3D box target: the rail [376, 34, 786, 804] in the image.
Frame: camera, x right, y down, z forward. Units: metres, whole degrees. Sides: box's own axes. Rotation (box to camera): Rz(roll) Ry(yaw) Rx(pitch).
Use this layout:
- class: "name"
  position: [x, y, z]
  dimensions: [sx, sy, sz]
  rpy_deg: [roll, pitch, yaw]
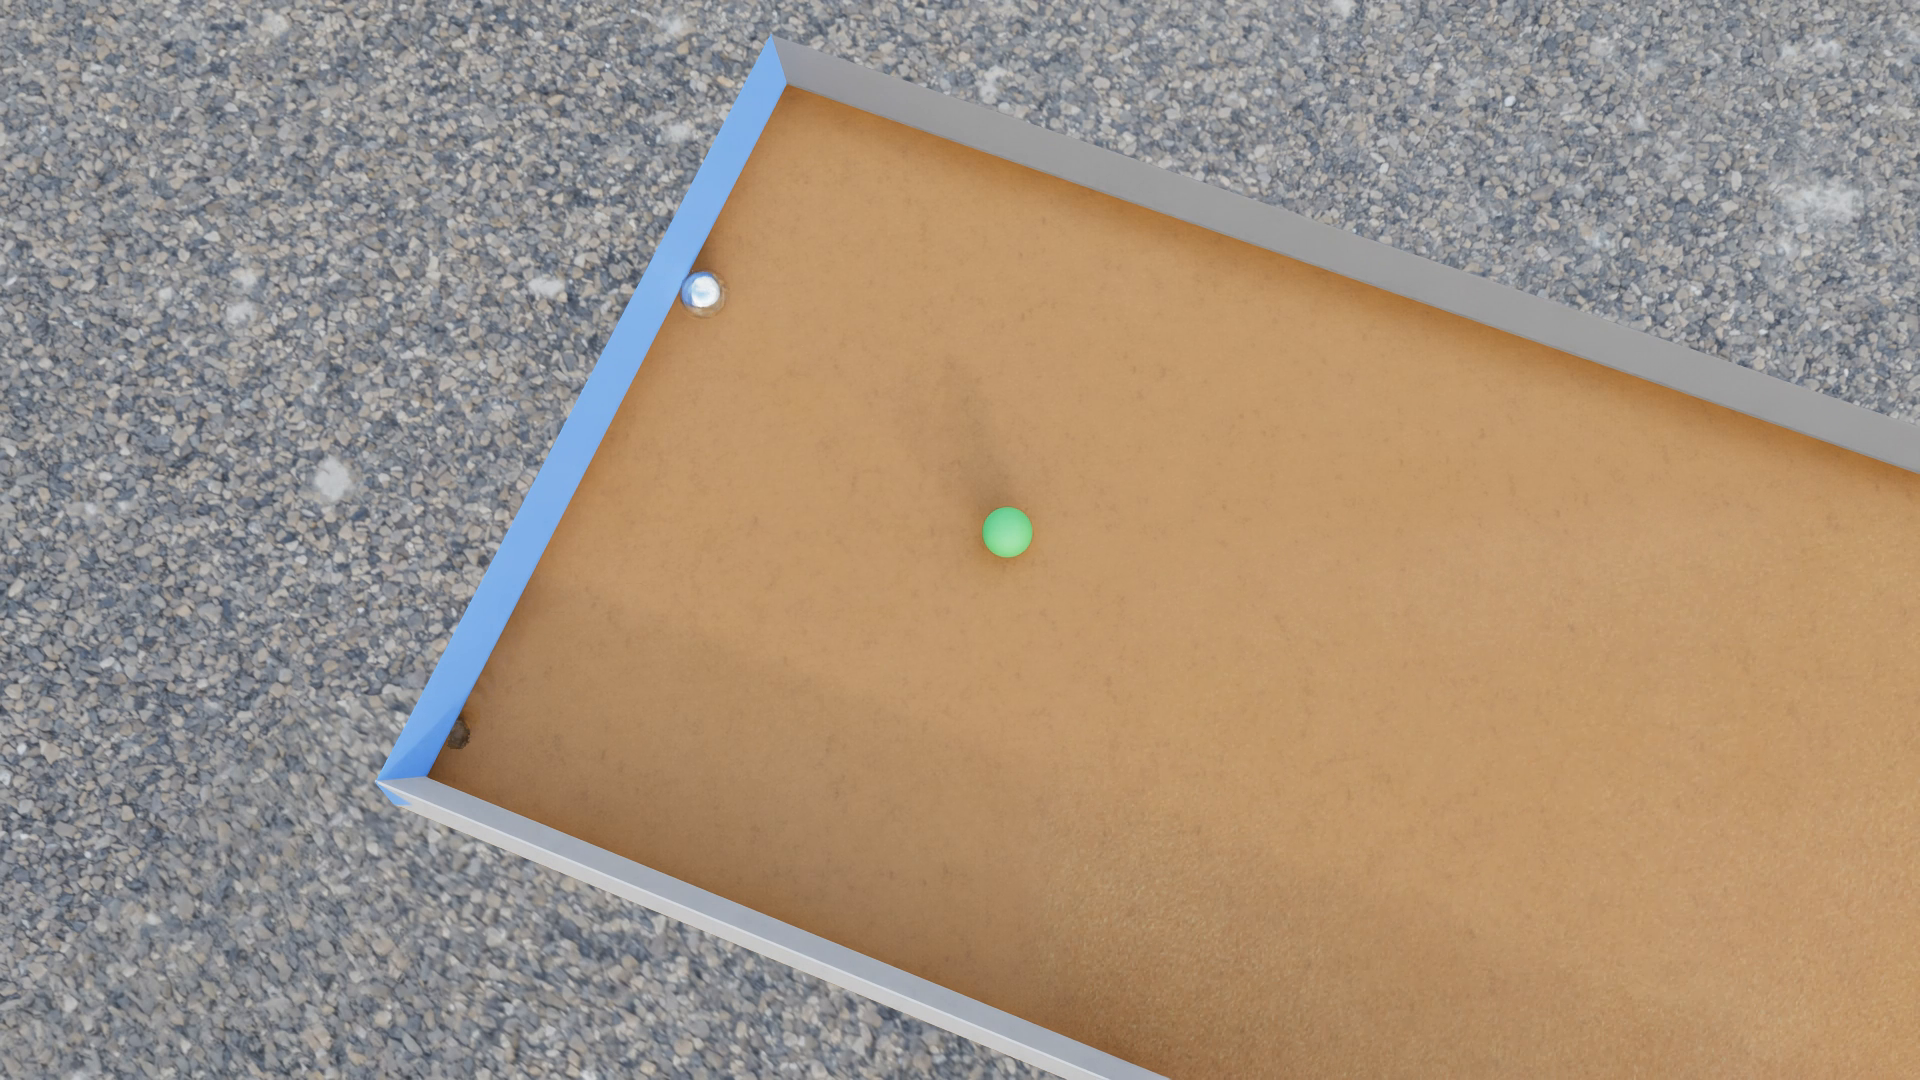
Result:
- class: "rail"
  position: [-0.577, -0.226, 3.582]
  dimensions: [0.045, 0.118, 1.446]
  rpy_deg: [20, 68, 8]

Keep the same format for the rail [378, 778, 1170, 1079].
- class: "rail"
  position: [0.336, 0.809, 3.142]
  dimensions: [2.583, 0.118, 0.045]
  rpy_deg: [20, 68, 8]

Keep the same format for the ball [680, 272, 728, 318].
- class: "ball"
  position: [-0.429, -0.410, 3.683]
  dimensions: [0.079, 0.079, 0.079]
  rpy_deg: [0, 67, 0]

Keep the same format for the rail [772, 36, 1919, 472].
- class: "rail"
  position: [0.861, -0.384, 3.650]
  dimensions: [2.583, 0.118, 0.045]
  rpy_deg: [20, 68, 8]

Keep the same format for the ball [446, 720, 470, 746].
- class: "ball"
  position: [-0.778, 0.300, 3.402]
  dimensions: [0.040, 0.040, 0.040]
  rpy_deg: [0, 67, 0]

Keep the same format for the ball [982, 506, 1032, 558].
- class: "ball"
  position: [0.076, -0.012, 3.514]
  dimensions: [0.081, 0.081, 0.081]
  rpy_deg: [0, 67, 0]
